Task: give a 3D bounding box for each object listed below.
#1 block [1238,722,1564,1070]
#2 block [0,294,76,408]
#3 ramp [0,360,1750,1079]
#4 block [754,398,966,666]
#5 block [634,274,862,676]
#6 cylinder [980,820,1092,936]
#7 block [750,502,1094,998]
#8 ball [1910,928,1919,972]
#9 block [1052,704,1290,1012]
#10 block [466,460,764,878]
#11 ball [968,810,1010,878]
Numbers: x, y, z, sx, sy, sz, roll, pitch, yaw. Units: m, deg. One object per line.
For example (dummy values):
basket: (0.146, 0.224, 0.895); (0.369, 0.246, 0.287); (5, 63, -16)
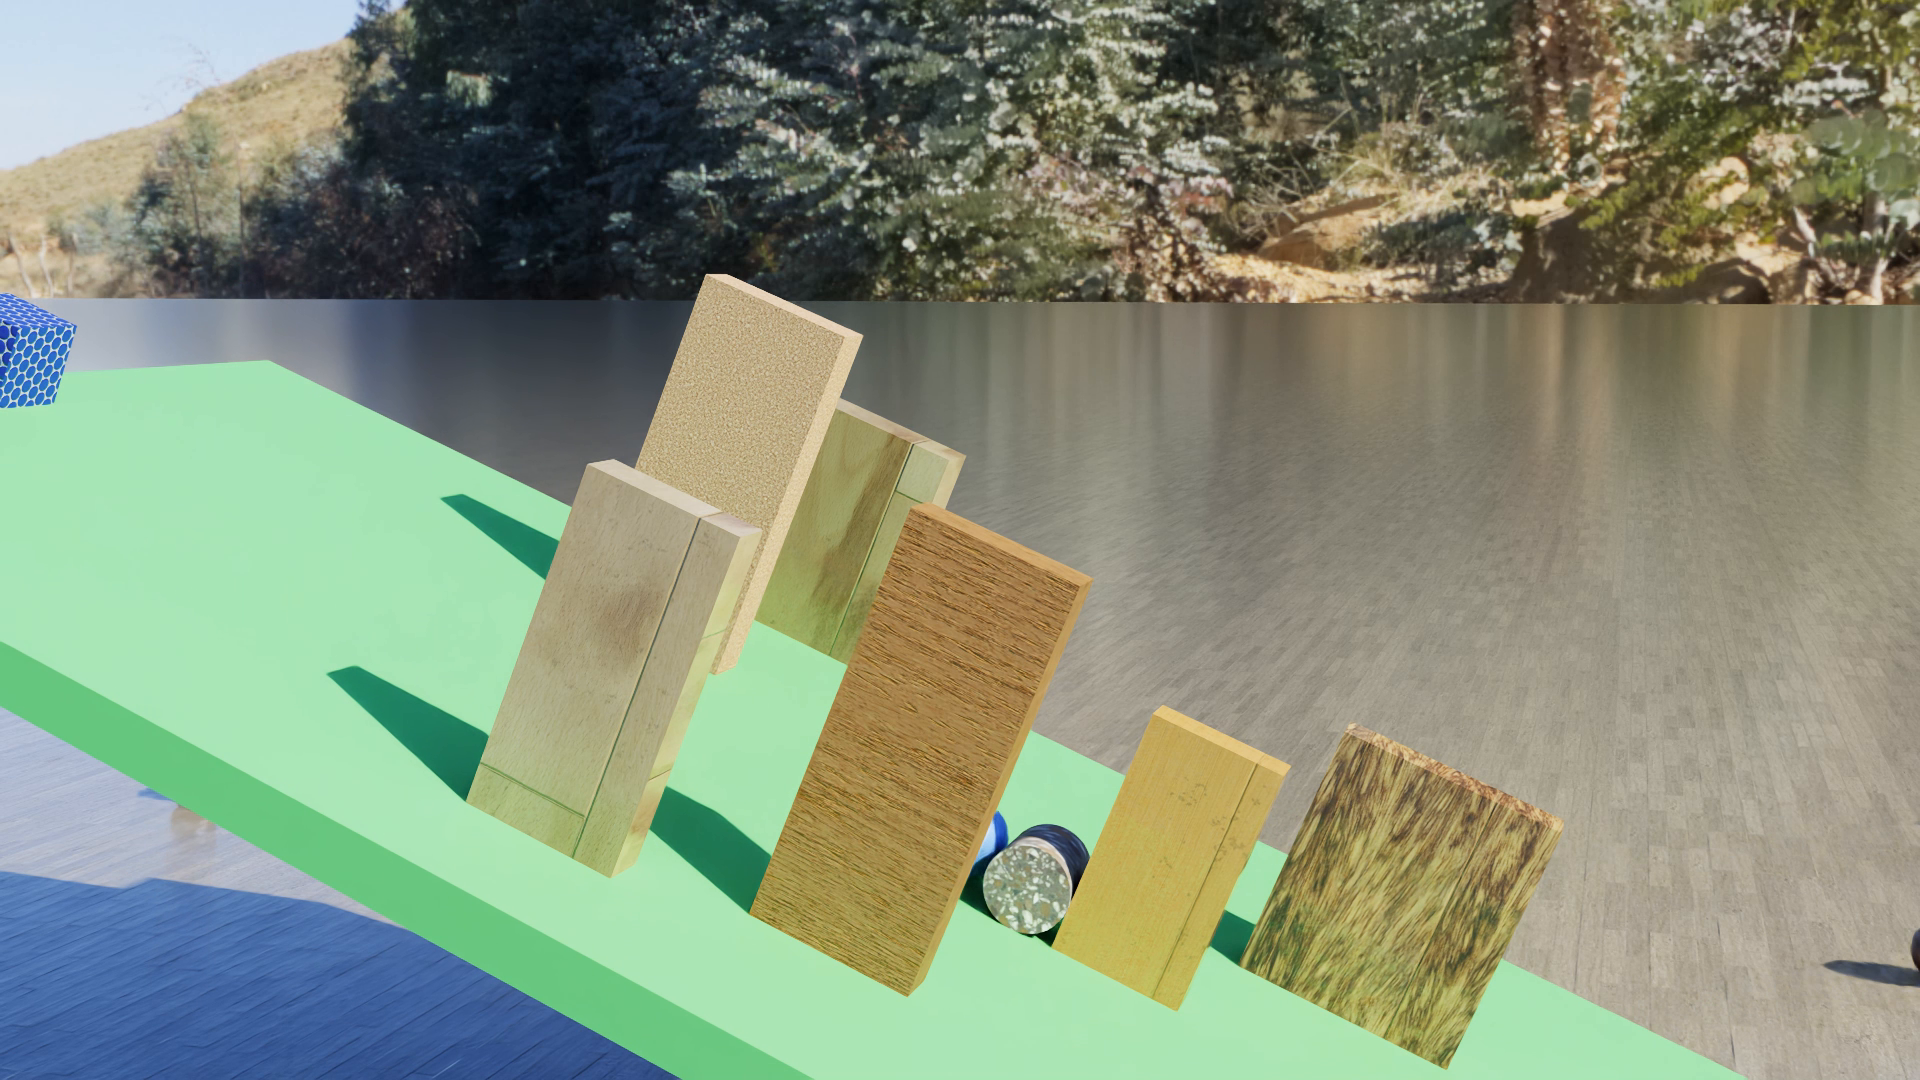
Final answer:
block: (0.823, 0.665, 4.128); (0.427, 0.504, 0.100); (25, 13, 13)
block: (-1.979, -0.392, 4.544); (0.178, 0.178, 0.178); (25, 13, 12)
ramp: (-0.300, 0.529, 4.191); (4.000, 0.100, 2.000); (25, 13, 13)
block: (-0.296, -0.035, 5.066); (0.439, 0.533, 0.132); (25, 13, 13)
block: (-0.501, -0.137, 4.612); (0.328, 0.768, 0.109); (25, 13, 13)
cylinder: (0.142, 0.613, 3.989); (0.162, 0.162, 0.162); (3, 14, 22)
block: (-0.067, 0.334, 3.498); (0.294, 0.729, 0.088); (25, 13, 13)
ball: (2.575, 1.074, 5.738); (0.173, 0.173, 0.173); (0, 7, 0)
block: (0.370, 0.561, 3.879); (0.248, 0.471, 0.084); (25, 13, 13)
block: (-0.555, 0.205, 3.507); (0.277, 0.601, 0.093); (25, 13, 13)
ball: (0.020, 0.553, 4.075); (0.143, 0.143, 0.143); (0, 7, 0)
